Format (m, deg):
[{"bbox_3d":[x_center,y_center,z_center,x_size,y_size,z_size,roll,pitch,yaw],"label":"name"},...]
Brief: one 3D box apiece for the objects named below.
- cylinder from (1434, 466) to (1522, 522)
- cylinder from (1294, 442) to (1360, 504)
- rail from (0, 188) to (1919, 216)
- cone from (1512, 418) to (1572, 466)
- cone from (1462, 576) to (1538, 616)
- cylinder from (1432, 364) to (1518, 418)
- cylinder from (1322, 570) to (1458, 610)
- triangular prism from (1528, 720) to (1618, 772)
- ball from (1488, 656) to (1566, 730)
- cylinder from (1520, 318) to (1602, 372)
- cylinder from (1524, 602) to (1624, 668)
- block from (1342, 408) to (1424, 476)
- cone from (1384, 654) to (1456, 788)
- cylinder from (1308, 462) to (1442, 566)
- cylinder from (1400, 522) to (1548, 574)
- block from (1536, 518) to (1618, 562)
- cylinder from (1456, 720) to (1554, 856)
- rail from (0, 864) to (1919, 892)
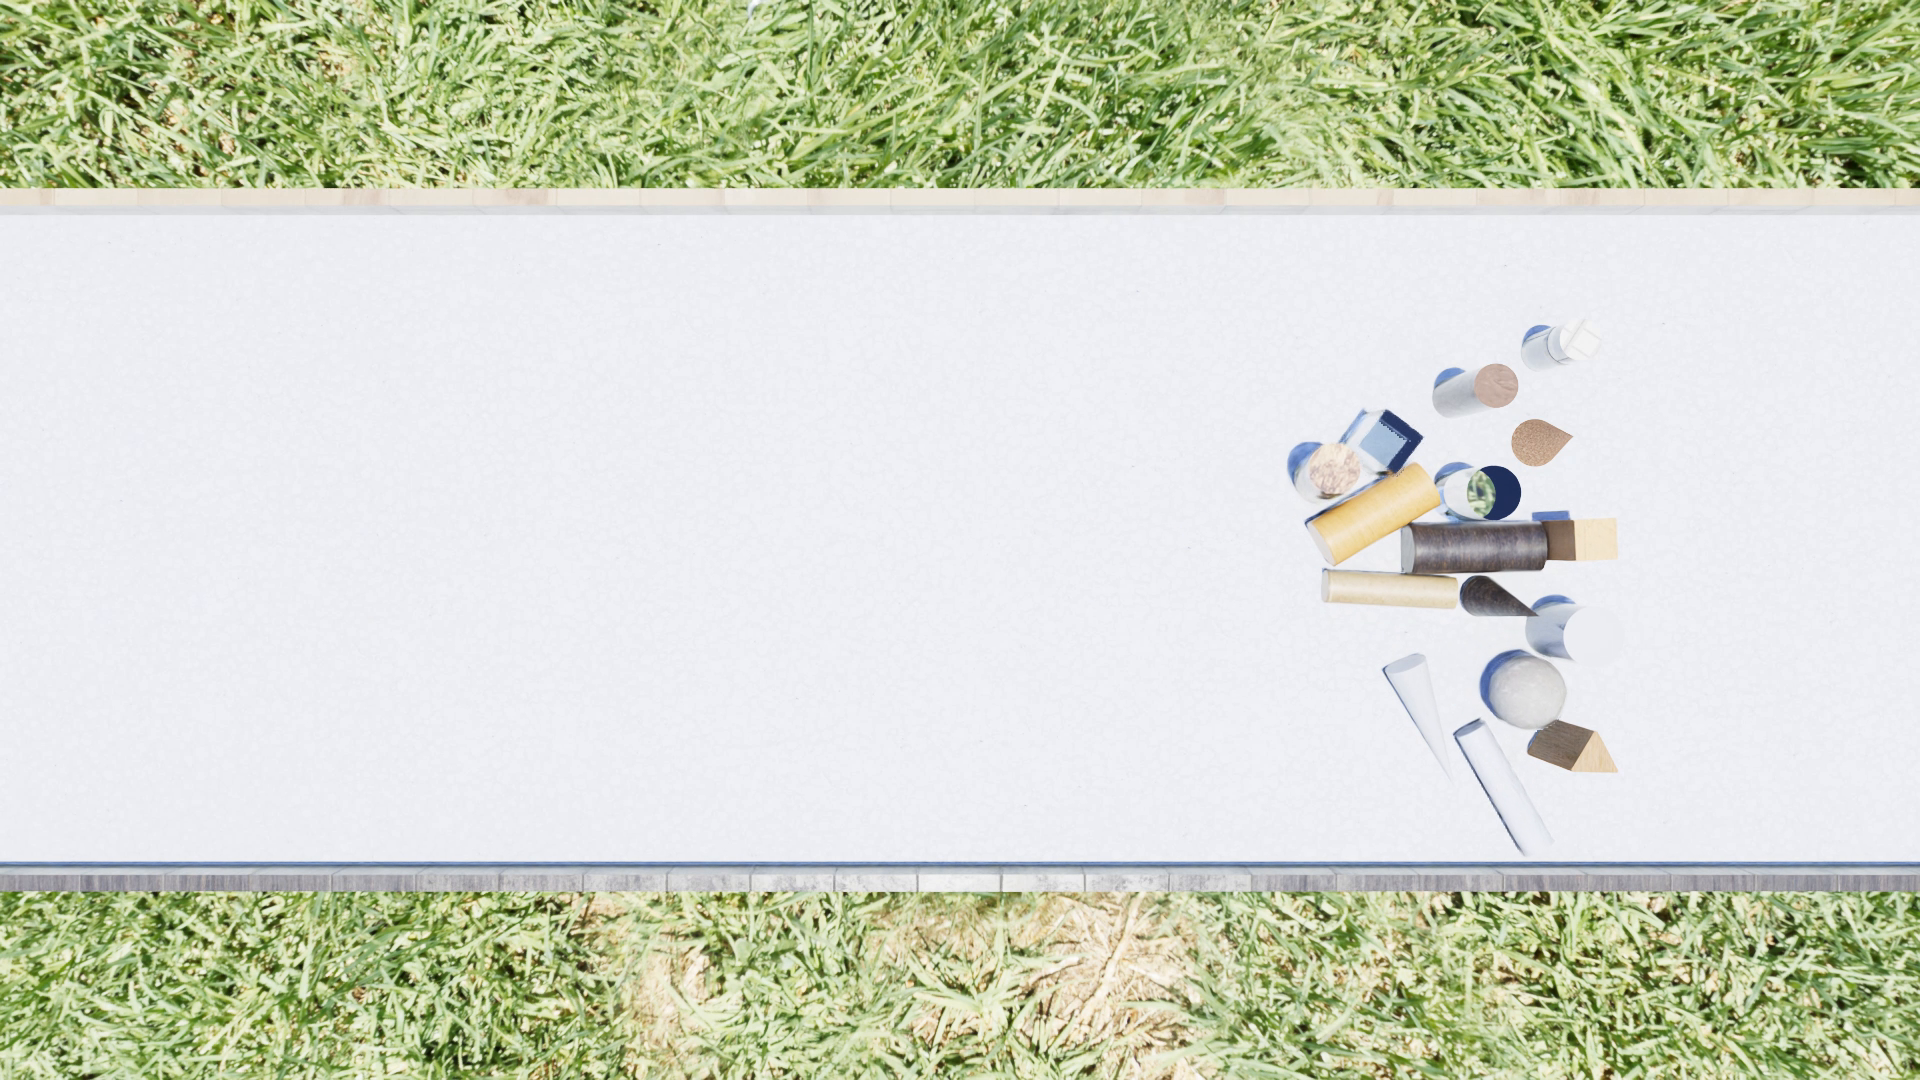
[{"bbox_3d":[1.528,-0.135,4.898,0.158,0.357,0.158,0,90,0],"label":"cylinder"},{"bbox_3d":[1.088,-0.194,4.899,0.149,0.341,0.149,0,86,5],"label":"cylinder"},{"bbox_3d":[-2.247,-1.025,5.002,12.000,0.150,0.050,0,90,0],"label":"rail"},{"bbox_3d":[1.770,-0.299,4.917,0.148,0.319,0.148,0,90,0],"label":"cone"},{"bbox_3d":[1.635,0.196,4.903,0.130,0.323,0.130,-2,99,-13],"label":"cone"},{"bbox_3d":[1.516,-0.436,4.869,0.127,0.416,0.127,0,90,0],"label":"cylinder"},{"bbox_3d":[1.308,0.152,5.026,0.394,0.100,0.100,3,90,0],"label":"cylinder"},{"bbox_3d":[1.812,0.603,4.890,0.133,0.374,0.115,2,90,0],"label":"triangular prism"},{"bbox_3d":[1.707,0.458,4.965,0.222,0.222,0.222,0,90,0],"label":"ball"},{"bbox_3d":[1.787,-0.577,4.911,0.121,0.330,0.121,0,90,0],"label":"cylinder"},{"bbox_3d":[1.827,0.279,4.914,0.176,0.325,0.176,0,90,0],"label":"cylinder"},{"bbox_3d":[1.251,-0.289,4.923,0.137,0.302,0.137,37,92,0],"label":"block"},{"bbox_3d":[1.440,0.573,5.044,0.130,0.130,0.433,-24,99,0],"label":"cone"},{"bbox_3d":[1.254,-0.079,4.999,0.368,0.155,0.155,-30,90,0],"label":"cylinder"},{"bbox_3d":[1.555,0.025,5.000,0.398,0.153,0.153,-1,90,0],"label":"cylinder"},{"bbox_3d":[1.820,-0.001,4.892,0.119,0.368,0.119,-3,90,1],"label":"block"},{"bbox_3d":[1.660,0.756,5.026,0.100,0.100,0.418,-30,90,0],"label":"cylinder"},{"bbox_3d":[-2.247,1.025,5.001,12.000,0.150,0.050,0,90,0],"label":"rail"}]
